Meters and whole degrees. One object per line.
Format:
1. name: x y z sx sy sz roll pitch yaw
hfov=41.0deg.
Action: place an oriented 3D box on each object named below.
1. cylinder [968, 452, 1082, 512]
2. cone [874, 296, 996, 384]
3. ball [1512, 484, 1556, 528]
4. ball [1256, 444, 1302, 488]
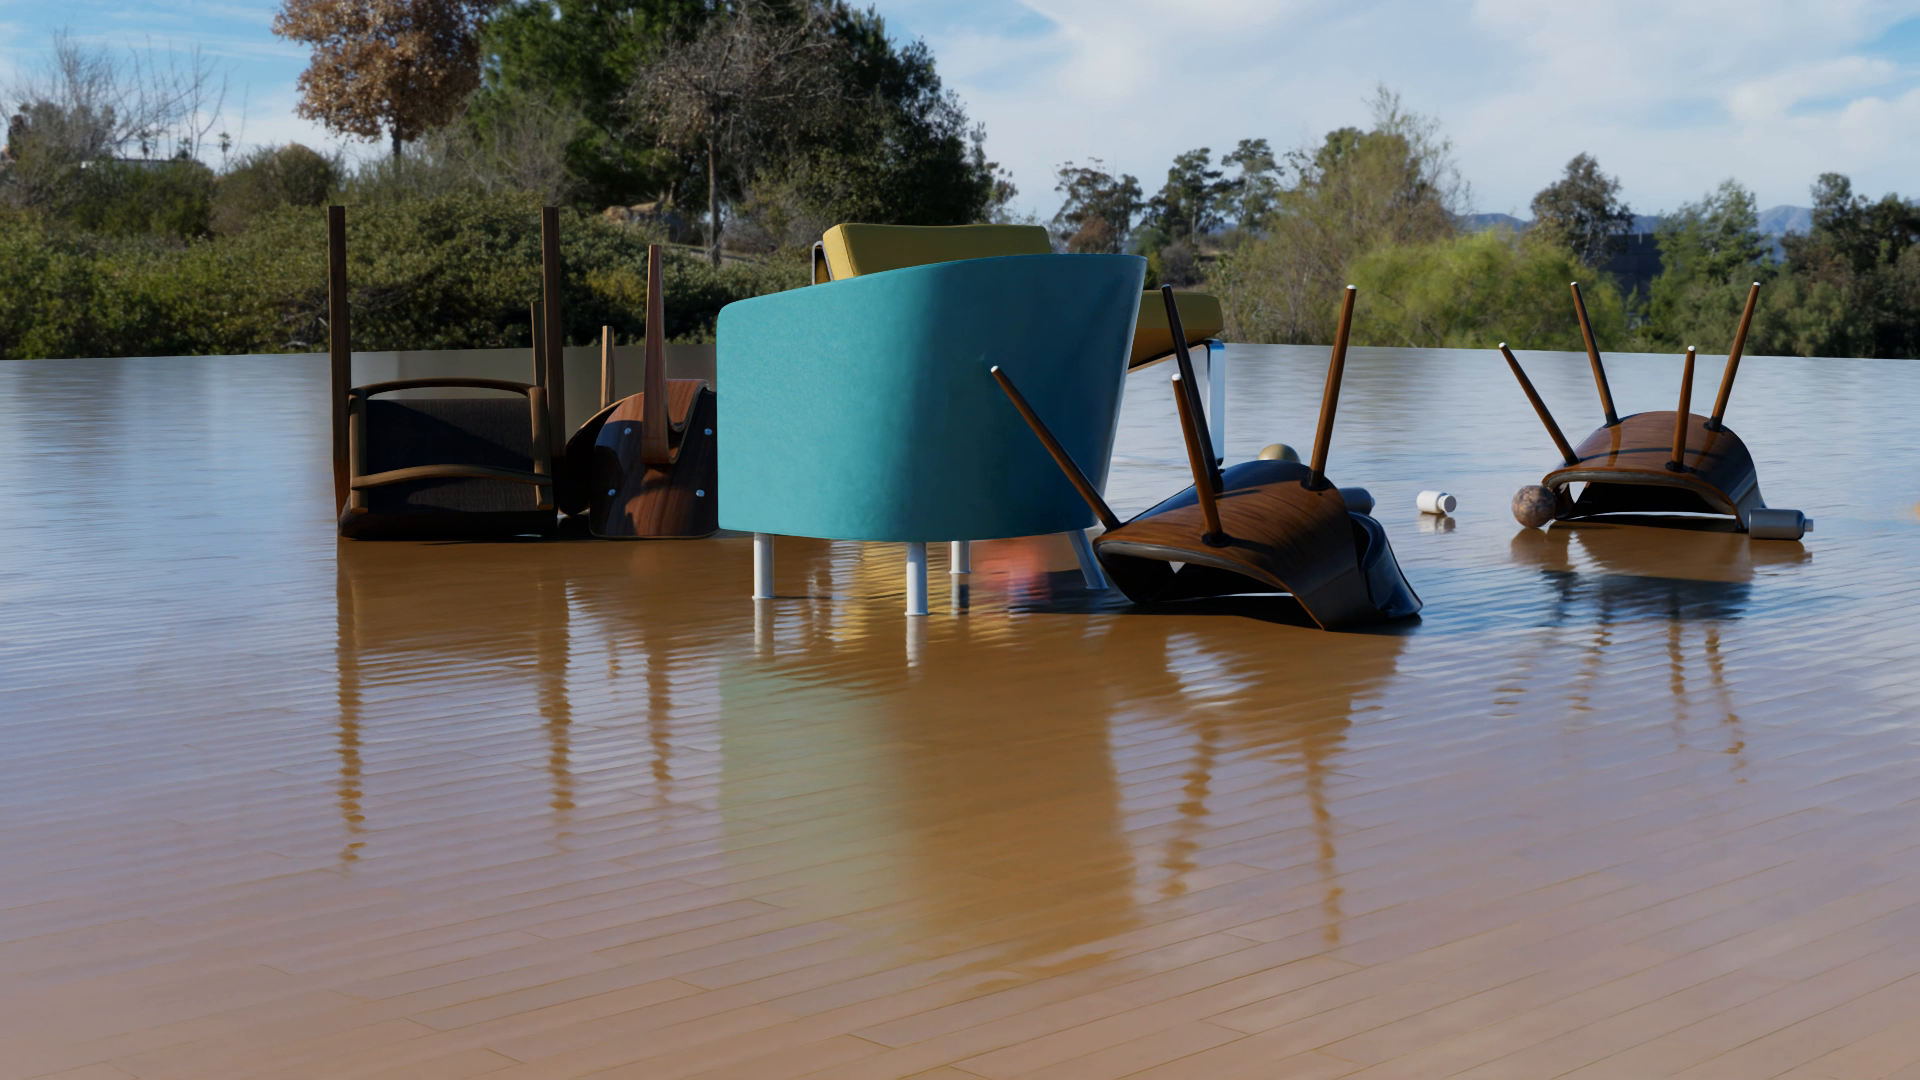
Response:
1. cylinder: 0.182 -0.162 7.160 0.211 0.151 0.266 4 -12 34
2. cone: -0.074 -0.364 5.229 0.236 0.185 0.223 -22 28 16
3. ball: 1.503 -0.089 6.719 0.113 0.113 0.113 0 6 0
4. ball: 0.994 -0.234 8.005 0.138 0.138 0.138 0 6 0
